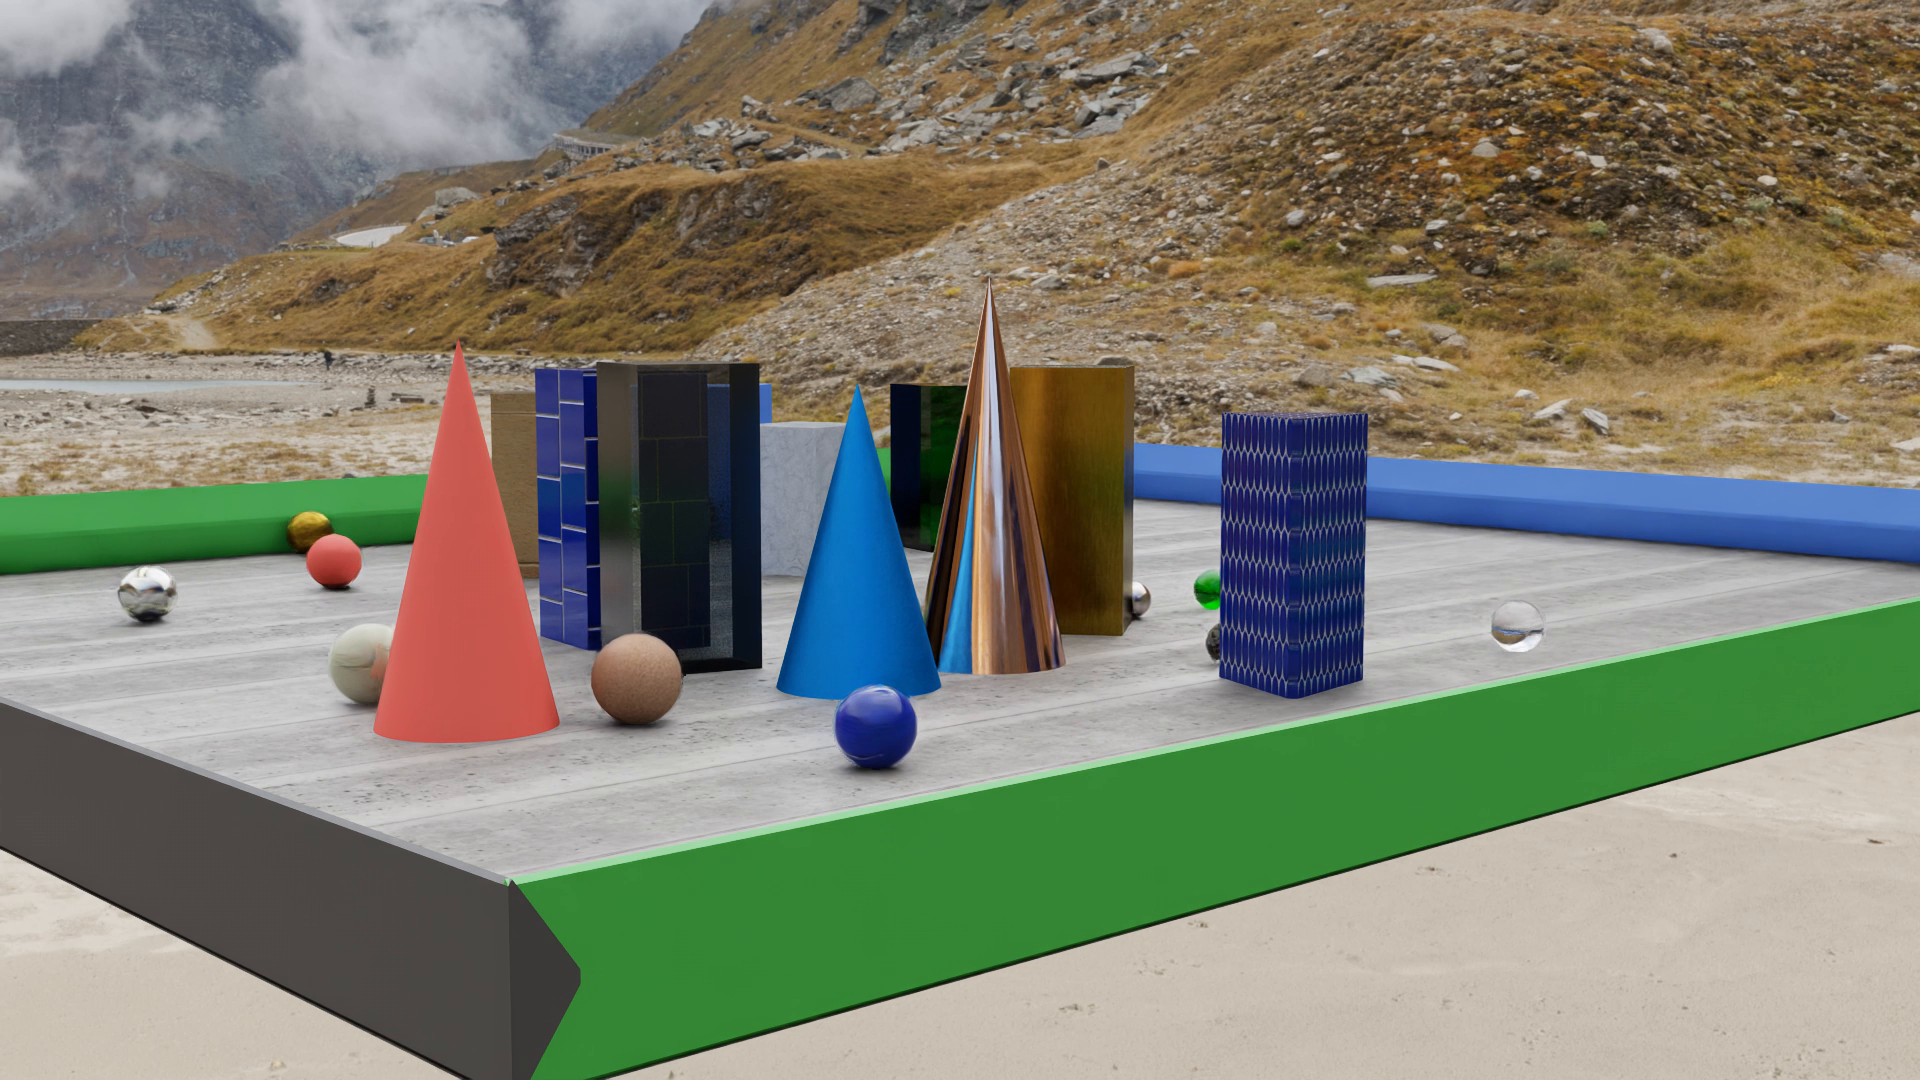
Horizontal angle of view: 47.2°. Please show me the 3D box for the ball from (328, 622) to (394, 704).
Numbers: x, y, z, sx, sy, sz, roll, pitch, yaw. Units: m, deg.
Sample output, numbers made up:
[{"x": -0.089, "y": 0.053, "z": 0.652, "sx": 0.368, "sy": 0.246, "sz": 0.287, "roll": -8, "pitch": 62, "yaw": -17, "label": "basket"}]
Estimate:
[{"x": -0.666, "y": 0.140, "z": 2.489, "sx": 0.093, "sy": 0.093, "sz": 0.093, "roll": 0, "pitch": 6, "yaw": 0, "label": "ball"}]

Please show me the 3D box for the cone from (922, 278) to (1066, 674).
[{"x": 0.037, "y": -0.087, "z": 2.767, "sx": 0.196, "sy": 0.486, "sz": 0.196, "roll": 0, "pitch": 6, "yaw": 0, "label": "cone"}]

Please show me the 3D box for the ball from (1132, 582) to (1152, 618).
[{"x": 0.251, "y": 0.086, "z": 3.192, "sx": 0.053, "sy": 0.053, "sz": 0.053, "roll": 0, "pitch": 6, "yaw": 0, "label": "ball"}]

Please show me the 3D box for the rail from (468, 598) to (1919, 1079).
[{"x": 0.923, "y": 0.137, "z": 2.337, "sx": 3.238, "sy": 0.127, "sz": 0.045, "roll": -5, "pitch": 8, "yaw": -42, "label": "rail"}]

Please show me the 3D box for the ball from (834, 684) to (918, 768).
[{"x": -0.082, "y": 0.181, "z": 2.145, "sx": 0.082, "sy": 0.082, "sz": 0.082, "roll": 0, "pitch": 6, "yaw": 0, "label": "ball"}]

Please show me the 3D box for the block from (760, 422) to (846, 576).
[{"x": -0.265, "y": -0.073, "z": 3.768, "sx": 0.157, "sy": 0.250, "sz": 0.157, "roll": 4, "pitch": 7, "yaw": 32, "label": "block"}]

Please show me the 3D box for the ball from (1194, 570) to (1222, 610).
[{"x": 0.378, "y": 0.074, "z": 3.281, "sx": 0.059, "sy": 0.059, "sz": 0.059, "roll": 0, "pitch": 6, "yaw": 0, "label": "ball"}]

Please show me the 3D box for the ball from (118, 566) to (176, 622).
[{"x": -1.163, "y": 0.078, "z": 3.149, "sx": 0.079, "sy": 0.079, "sz": 0.079, "roll": 0, "pitch": 6, "yaw": 0, "label": "ball"}]

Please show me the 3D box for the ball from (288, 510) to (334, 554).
[{"x": -1.184, "y": -0.013, "z": 4.009, "sx": 0.081, "sy": 0.081, "sz": 0.081, "roll": 0, "pitch": 6, "yaw": 0, "label": "ball"}]

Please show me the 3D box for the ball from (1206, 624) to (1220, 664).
[{"x": 0.336, "y": 0.130, "z": 2.759, "sx": 0.056, "sy": 0.056, "sz": 0.056, "roll": 0, "pitch": 6, "yaw": 0, "label": "ball"}]

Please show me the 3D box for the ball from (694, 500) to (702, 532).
[{"x": -0.549, "y": -0.048, "z": 4.315, "sx": 0.086, "sy": 0.086, "sz": 0.086, "roll": 0, "pitch": 6, "yaw": 0, "label": "ball"}]

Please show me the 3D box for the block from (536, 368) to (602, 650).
[{"x": -0.466, "y": -0.048, "z": 2.973, "sx": 0.157, "sy": 0.366, "sz": 0.157, "roll": -4, "pitch": 7, "yaw": -34, "label": "block"}]

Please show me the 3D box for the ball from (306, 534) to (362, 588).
[{"x": -1.006, "y": 0.034, "z": 3.535, "sx": 0.086, "sy": 0.086, "sz": 0.086, "roll": 0, "pitch": 6, "yaw": 0, "label": "ball"}]

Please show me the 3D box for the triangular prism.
[{"x": 0.376, "y": 0.011, "z": 2.622, "sx": 0.147, "sy": 0.322, "sz": 0.170, "roll": 5, "pitch": 8, "yaw": 37, "label": "triangular prism"}]

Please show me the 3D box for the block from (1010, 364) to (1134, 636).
[{"x": 0.158, "y": -0.060, "z": 3.086, "sx": 0.157, "sy": 0.366, "sz": 0.157, "roll": 1, "pitch": 6, "yaw": 9, "label": "block"}]

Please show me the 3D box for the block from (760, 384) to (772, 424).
[{"x": -0.478, "y": -0.165, "z": 4.425, "sx": 0.157, "sy": 0.296, "sz": 0.157, "roll": 2, "pitch": 6, "yaw": 14, "label": "block"}]

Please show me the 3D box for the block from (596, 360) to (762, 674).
[{"x": -0.352, "y": -0.032, "z": 2.756, "sx": 0.157, "sy": 0.379, "sz": 0.157, "roll": -3, "pitch": 7, "yaw": -27, "label": "block"}]

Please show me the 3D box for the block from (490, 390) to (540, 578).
[{"x": -0.696, "y": -0.097, "z": 3.723, "sx": 0.157, "sy": 0.307, "sz": 0.157, "roll": 0, "pitch": 6, "yaw": 0, "label": "block"}]

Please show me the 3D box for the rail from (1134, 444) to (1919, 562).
[{"x": 1.172, "y": -0.079, "z": 4.408, "sx": 0.045, "sy": 0.127, "sz": 2.769, "roll": -5, "pitch": 8, "yaw": -42, "label": "rail"}]

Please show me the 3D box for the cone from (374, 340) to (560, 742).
[{"x": -0.530, "y": -0.007, "z": 2.345, "sx": 0.196, "sy": 0.415, "sz": 0.196, "roll": 0, "pitch": 6, "yaw": 0, "label": "cone"}]

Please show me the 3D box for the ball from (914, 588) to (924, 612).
[{"x": -0.087, "y": 0.094, "z": 3.008, "sx": 0.075, "sy": 0.075, "sz": 0.075, "roll": 0, "pitch": 6, "yaw": 0, "label": "ball"}]

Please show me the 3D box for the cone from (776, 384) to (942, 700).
[{"x": -0.120, "y": -0.006, "z": 2.597, "sx": 0.196, "sy": 0.361, "sz": 0.196, "roll": 0, "pitch": 6, "yaw": 0, "label": "cone"}]

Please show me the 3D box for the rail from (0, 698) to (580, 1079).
[{"x": -1.172, "y": 0.146, "z": 2.256, "sx": 0.045, "sy": 0.127, "sz": 2.769, "roll": -5, "pitch": 8, "yaw": -42, "label": "rail"}]

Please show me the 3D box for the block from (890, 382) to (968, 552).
[{"x": -0.025, "y": -0.140, "z": 4.141, "sx": 0.157, "sy": 0.306, "sz": 0.157, "roll": -3, "pitch": 7, "yaw": -30, "label": "block"}]

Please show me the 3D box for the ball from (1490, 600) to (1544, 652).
[{"x": 0.727, "y": 0.112, "z": 2.868, "sx": 0.068, "sy": 0.068, "sz": 0.068, "roll": 0, "pitch": 6, "yaw": 0, "label": "ball"}]

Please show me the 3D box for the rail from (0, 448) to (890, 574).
[{"x": -0.923, "y": -0.071, "z": 4.326, "sx": 3.238, "sy": 0.127, "sz": 0.045, "roll": -5, "pitch": 8, "yaw": -42, "label": "rail"}]

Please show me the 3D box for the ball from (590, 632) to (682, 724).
[{"x": -0.349, "y": 0.149, "z": 2.373, "sx": 0.098, "sy": 0.098, "sz": 0.098, "roll": 0, "pitch": 6, "yaw": 0, "label": "ball"}]
